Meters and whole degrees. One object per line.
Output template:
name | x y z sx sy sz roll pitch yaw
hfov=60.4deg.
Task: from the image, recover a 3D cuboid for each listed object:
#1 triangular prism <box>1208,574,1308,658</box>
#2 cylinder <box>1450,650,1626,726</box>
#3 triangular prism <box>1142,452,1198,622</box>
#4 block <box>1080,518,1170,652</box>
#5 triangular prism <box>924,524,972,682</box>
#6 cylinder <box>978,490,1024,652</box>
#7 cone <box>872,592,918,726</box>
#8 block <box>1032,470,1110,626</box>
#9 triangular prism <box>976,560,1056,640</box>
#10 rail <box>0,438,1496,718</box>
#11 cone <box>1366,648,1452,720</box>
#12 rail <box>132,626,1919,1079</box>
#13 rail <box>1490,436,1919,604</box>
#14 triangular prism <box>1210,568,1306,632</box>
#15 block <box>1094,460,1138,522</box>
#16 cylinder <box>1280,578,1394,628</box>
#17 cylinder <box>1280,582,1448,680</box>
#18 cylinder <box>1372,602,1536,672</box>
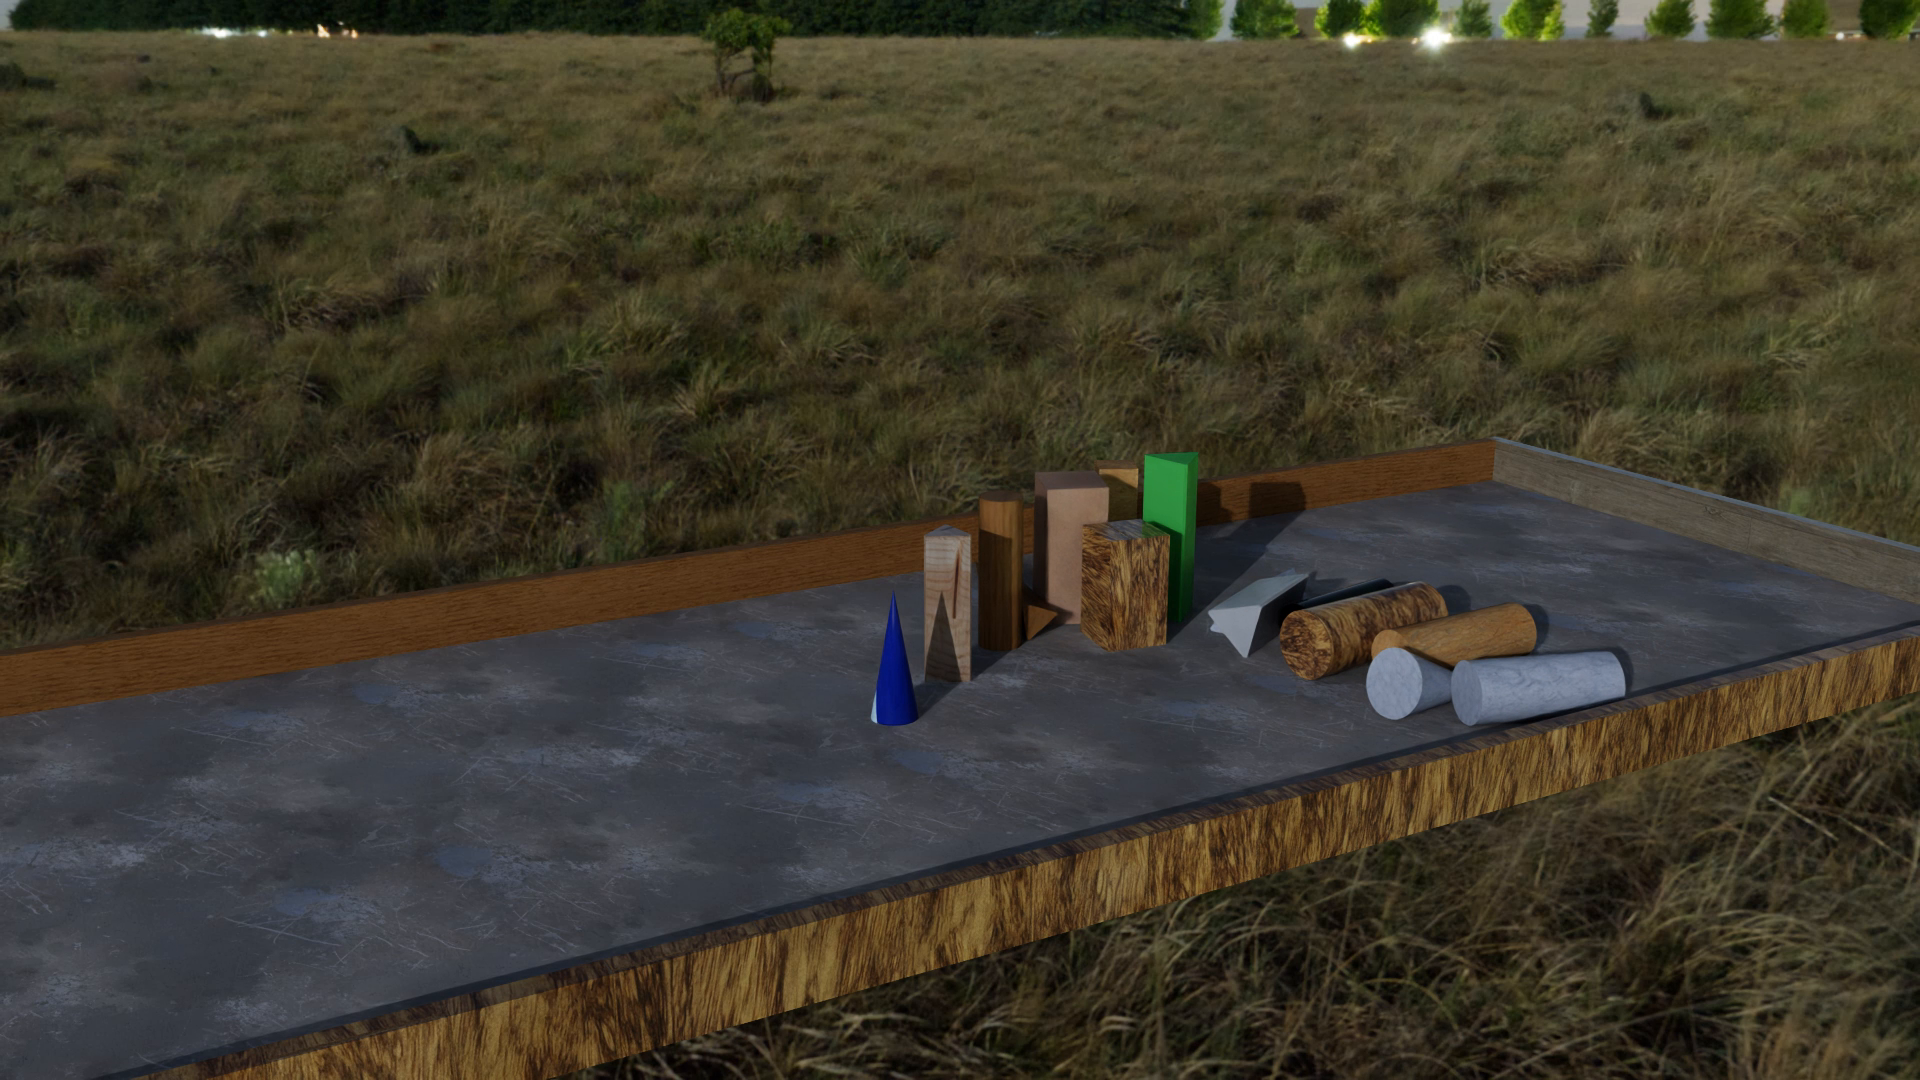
triangular prism | 0.825 0.171 4.413 0.153 0.132 0.324 52 35 11
cylinder | 1.364 0.349 3.896 0.361 0.154 0.154 -3 17 -10
triangular prism | 0.611 -0.016 4.609 0.132 0.451 0.153 -14 21 -39
block | 0.440 0.119 4.412 0.172 0.304 0.172 -6 17 -20
triangular prism | -0.033 0.158 4.137 0.114 0.383 0.099 -1 16 -3
cylinder | 0.107 0.081 4.355 0.117 0.408 0.117 0 16 0
cone | -0.155 0.267 3.880 0.115 0.319 0.115 0 16 0
block | 0.305 0.020 4.581 0.170 0.391 0.170 -2 19 -8
triangular prism | 0.134 0.145 4.611 0.107 0.092 0.418 -42 23 -2
rail | -3.305 0.497 3.399 12.000 0.150 0.050 -9 18 -27
cone | 1.173 0.354 4.002 0.352 0.171 0.171 6 11 -33
rail | -2.336 1.006 1.665 12.000 0.150 0.050 -9 18 -27
rail | 2.466 -0.048 5.253 0.050 0.150 2.100 -9 18 -27
triangular prism | 0.844 0.166 4.620 0.104 0.090 0.390 12 20 35
block | 0.453 -0.041 4.838 0.113 0.371 0.113 -1 16 -3
cylinder | 1.031 0.197 4.467 0.358 0.123 0.123 -13 21 -37
cylinder | 1.046 0.230 4.257 0.431 0.178 0.178 -11 19 -32
cylinder | 1.259 0.264 4.194 0.428 0.147 0.147 -9 19 -29
